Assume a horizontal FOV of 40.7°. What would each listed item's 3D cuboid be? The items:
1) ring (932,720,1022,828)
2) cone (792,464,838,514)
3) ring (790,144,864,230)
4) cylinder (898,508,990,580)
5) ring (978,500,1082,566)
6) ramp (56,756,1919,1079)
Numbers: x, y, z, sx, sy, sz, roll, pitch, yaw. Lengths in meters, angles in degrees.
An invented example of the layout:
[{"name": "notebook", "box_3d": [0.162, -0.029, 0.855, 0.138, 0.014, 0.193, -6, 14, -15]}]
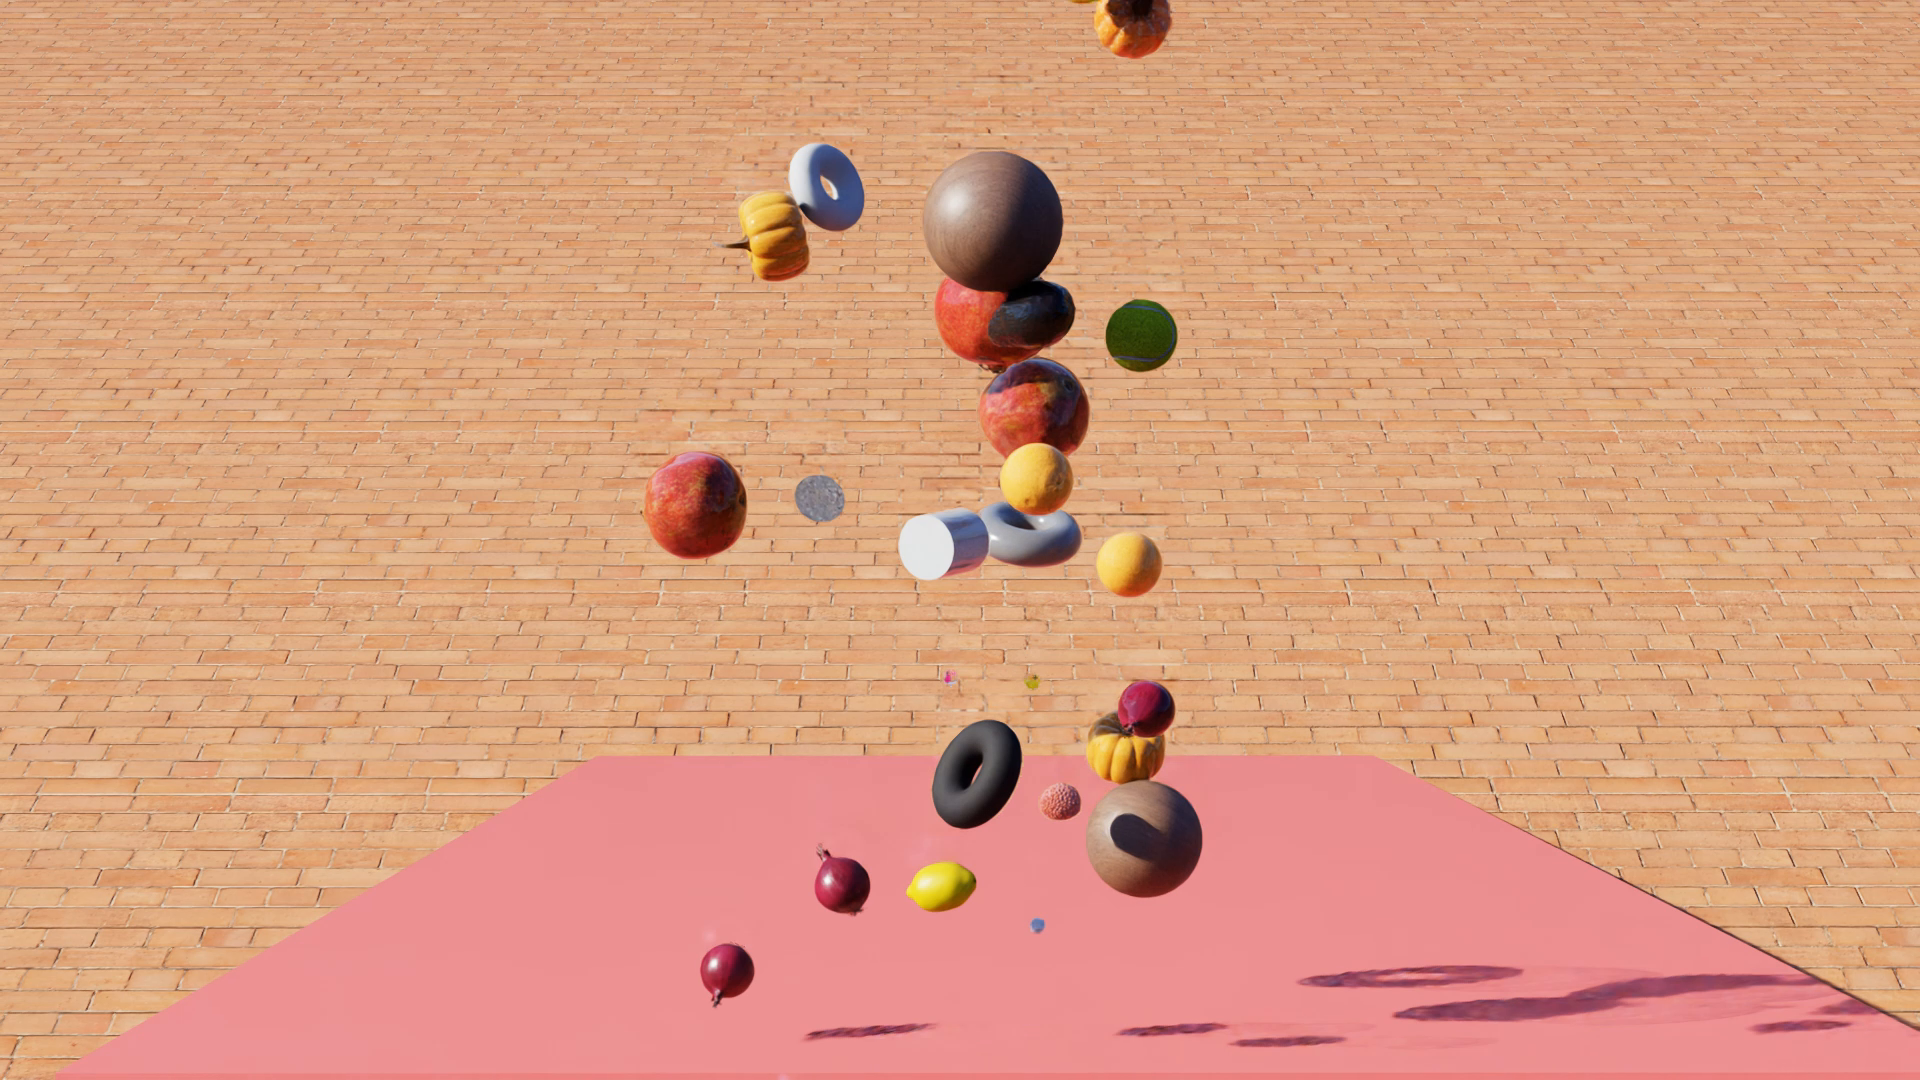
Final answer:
[{"name": "ring", "box_3d": [0.020, 0.275, 3.044, 0.045, 0.136, 0.136, 30, 16, -30]}, {"name": "cone", "box_3d": [-0.144, -0.055, 2.765, 0.055, 0.055, 0.055, 12, 7, 20]}, {"name": "ring", "box_3d": [-0.134, -0.357, 2.618, 0.031, 0.094, 0.094, -23, 13, 38]}, {"name": "cylinder", "box_3d": [-0.016, 0.004, 2.628, 0.066, 0.066, 0.066, 19, 17, 30]}, {"name": "ring", "box_3d": [0.076, -0.008, 2.930, 0.126, 0.042, 0.126, 6, 24, -2]}, {"name": "ramp", "box_3d": [0.068, 0.602, 4.663, 2.000, 0.100, 4.000, 0, 0, 0]}]
